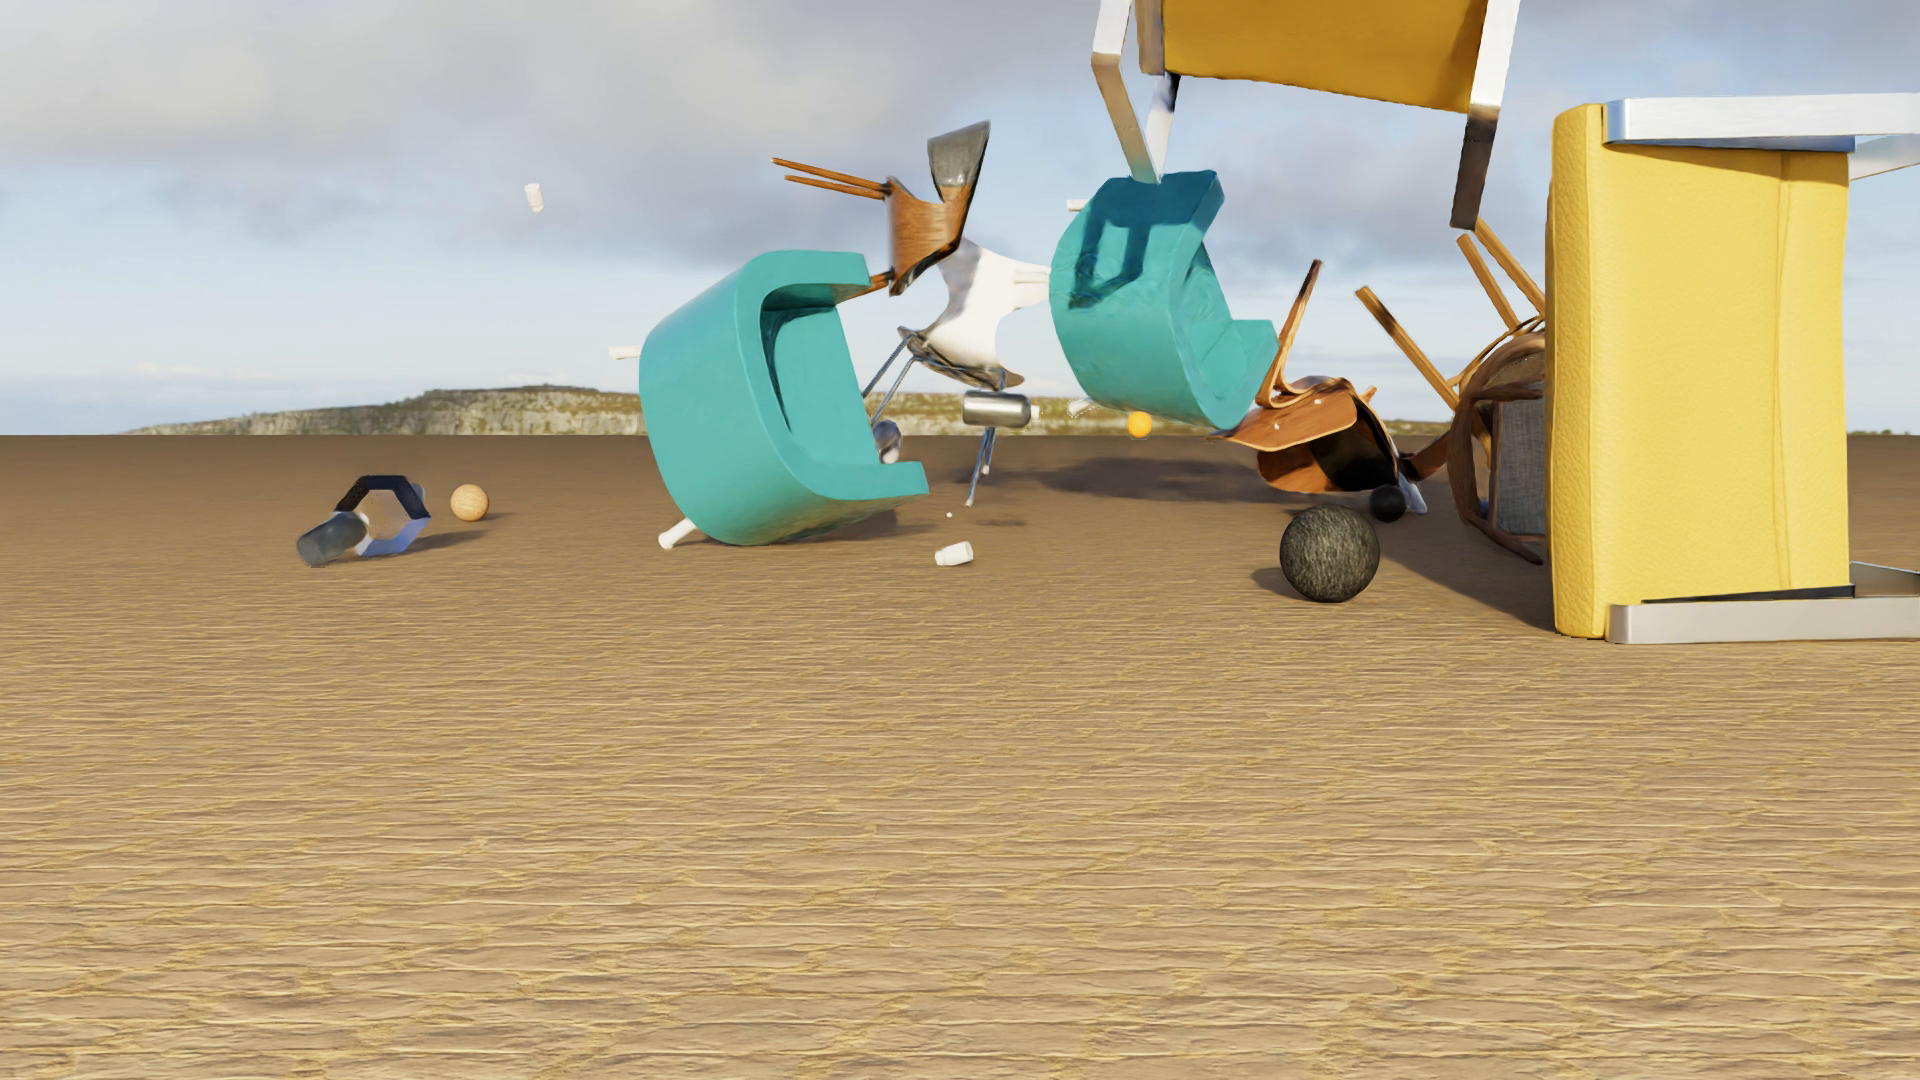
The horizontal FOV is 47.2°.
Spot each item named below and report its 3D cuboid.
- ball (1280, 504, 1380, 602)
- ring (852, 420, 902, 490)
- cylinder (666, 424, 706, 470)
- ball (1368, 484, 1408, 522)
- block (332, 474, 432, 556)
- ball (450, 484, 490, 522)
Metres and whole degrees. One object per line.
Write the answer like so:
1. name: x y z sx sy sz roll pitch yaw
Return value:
1. ball: 0.777 0.027 4.621 0.209 0.209 0.209 0 4 0
2. ring: -0.321 -0.323 8.457 0.093 0.313 0.206 37 33 26
3. cylinder: -1.055 -0.361 8.458 0.159 0.087 0.129 -40 20 37
4. ball: 1.436 -0.123 7.384 0.130 0.130 0.130 0 4 0
5. block: -1.569 -0.068 5.969 0.149 0.155 0.158 -45 -19 25
6. ball: -1.660 -0.126 7.449 0.128 0.128 0.128 0 4 0
